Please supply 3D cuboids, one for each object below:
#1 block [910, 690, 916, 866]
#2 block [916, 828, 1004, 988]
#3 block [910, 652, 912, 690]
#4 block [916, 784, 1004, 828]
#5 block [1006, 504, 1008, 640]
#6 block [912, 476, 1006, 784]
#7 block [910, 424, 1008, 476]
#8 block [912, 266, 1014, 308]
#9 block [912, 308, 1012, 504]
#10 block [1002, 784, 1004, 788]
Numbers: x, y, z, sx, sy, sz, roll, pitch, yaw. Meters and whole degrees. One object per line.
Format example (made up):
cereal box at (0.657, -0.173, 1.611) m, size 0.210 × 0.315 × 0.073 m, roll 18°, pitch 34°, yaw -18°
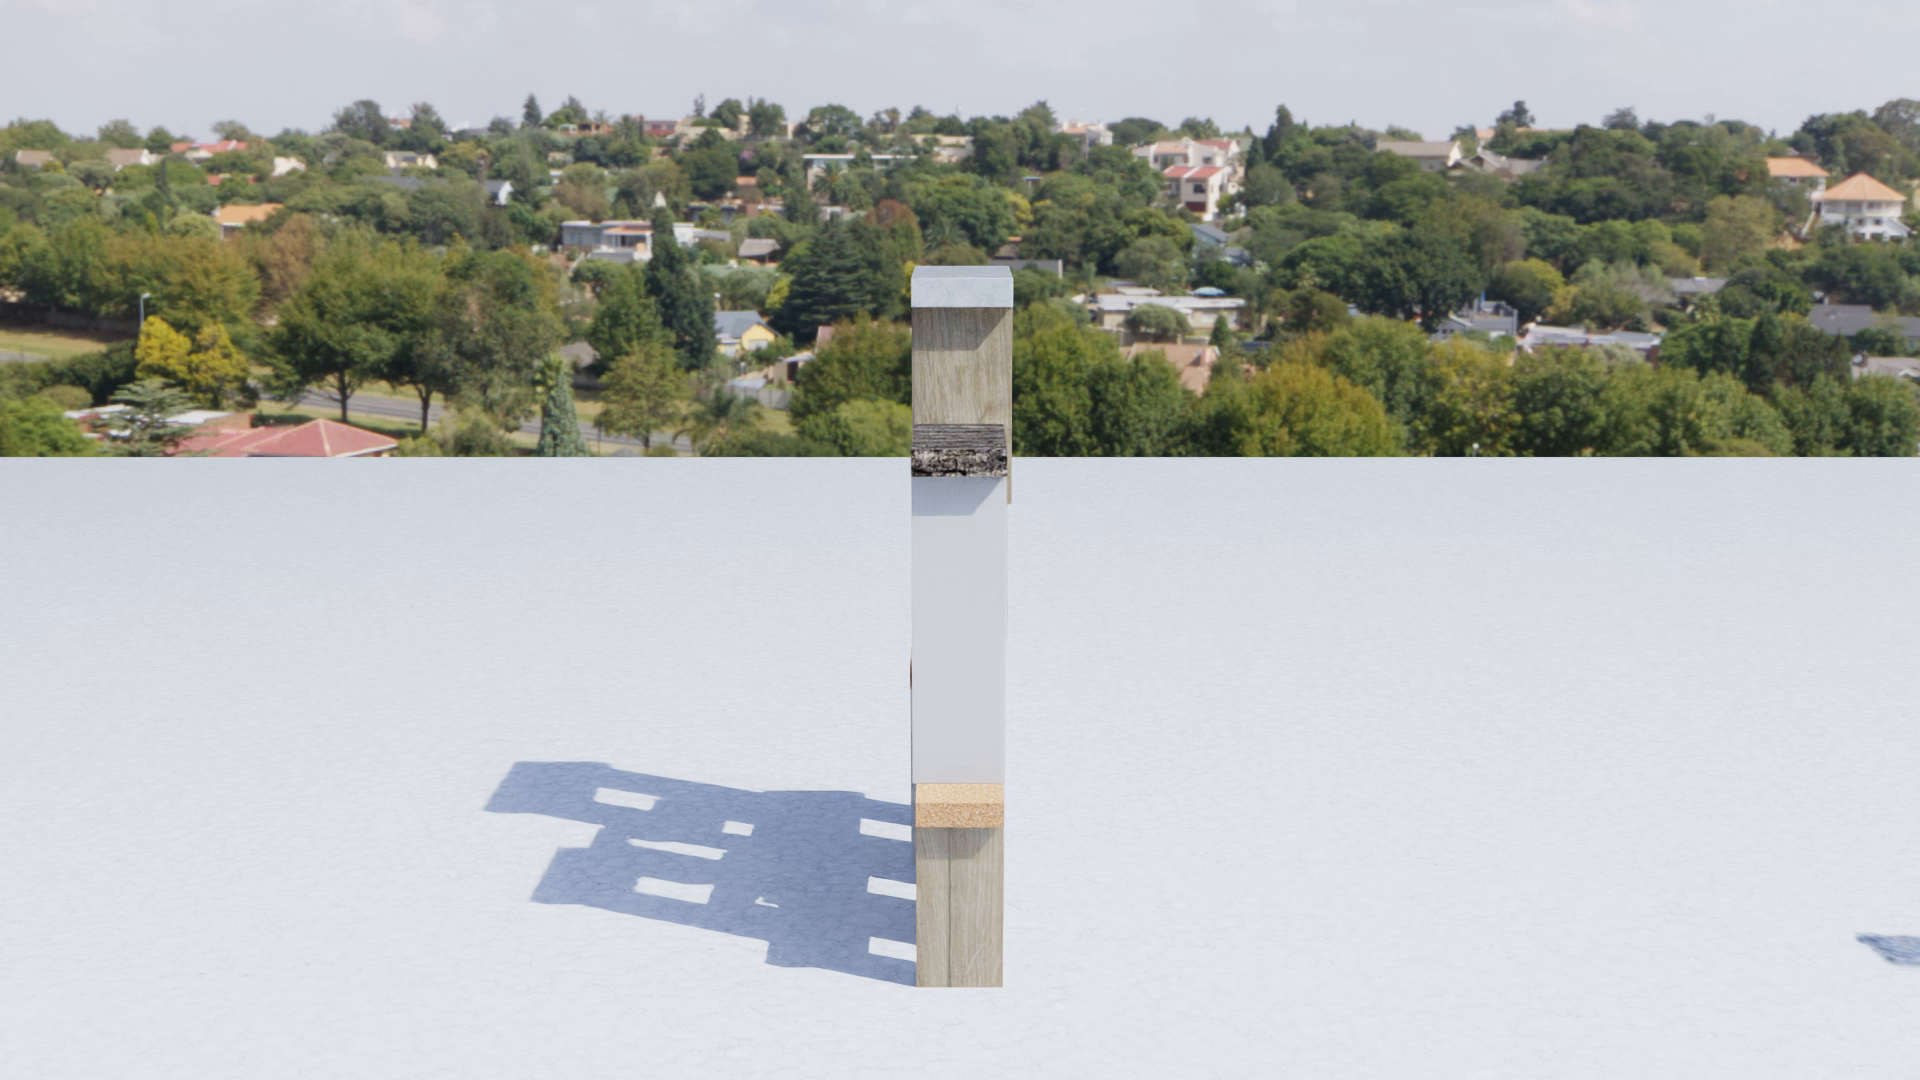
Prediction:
block at (-0.004, 0.401, 3.804) m, size 0.161 × 0.321 × 0.046 m, roll 0°, pitch 11°, yaw 0°
block at (0.000, 0.535, 3.261) m, size 0.128 × 0.256 × 0.036 m, roll 0°, pitch 11°, yaw 0°
block at (-0.004, 0.202, 3.876) m, size 0.161 × 0.046 × 0.321 m, roll 0°, pitch 11°, yaw 0°
block at (0.000, 0.376, 3.318) m, size 0.128 × 0.036 × 0.256 m, roll 0°, pitch 11°, yaw 0°
block at (0.003, -0.126, 3.853) m, size 0.163 × 0.606 × 0.046 m, roll 0°, pitch 11°, yaw 0°
block at (-0.002, 0.130, 3.259) m, size 0.139 × 0.468 × 0.039 m, roll 0°, pitch 11°, yaw 0°
block at (-0.002, -0.136, 3.302) m, size 0.139 × 0.039 × 0.277 m, roll 0°, pitch 11°, yaw 0°
block at (0.003, -0.426, 3.686) m, size 0.163 × 0.046 × 0.327 m, roll 0°, pitch 11°, yaw 0°
block at (0.003, -0.223, 3.613) m, size 0.163 × 0.327 × 0.046 m, roll 0°, pitch 11°, yaw 0°
block at (0.001, 0.474, 3.520) m, size 0.141 × 0.282 × 0.040 m, roll 0°, pitch 11°, yaw 0°
